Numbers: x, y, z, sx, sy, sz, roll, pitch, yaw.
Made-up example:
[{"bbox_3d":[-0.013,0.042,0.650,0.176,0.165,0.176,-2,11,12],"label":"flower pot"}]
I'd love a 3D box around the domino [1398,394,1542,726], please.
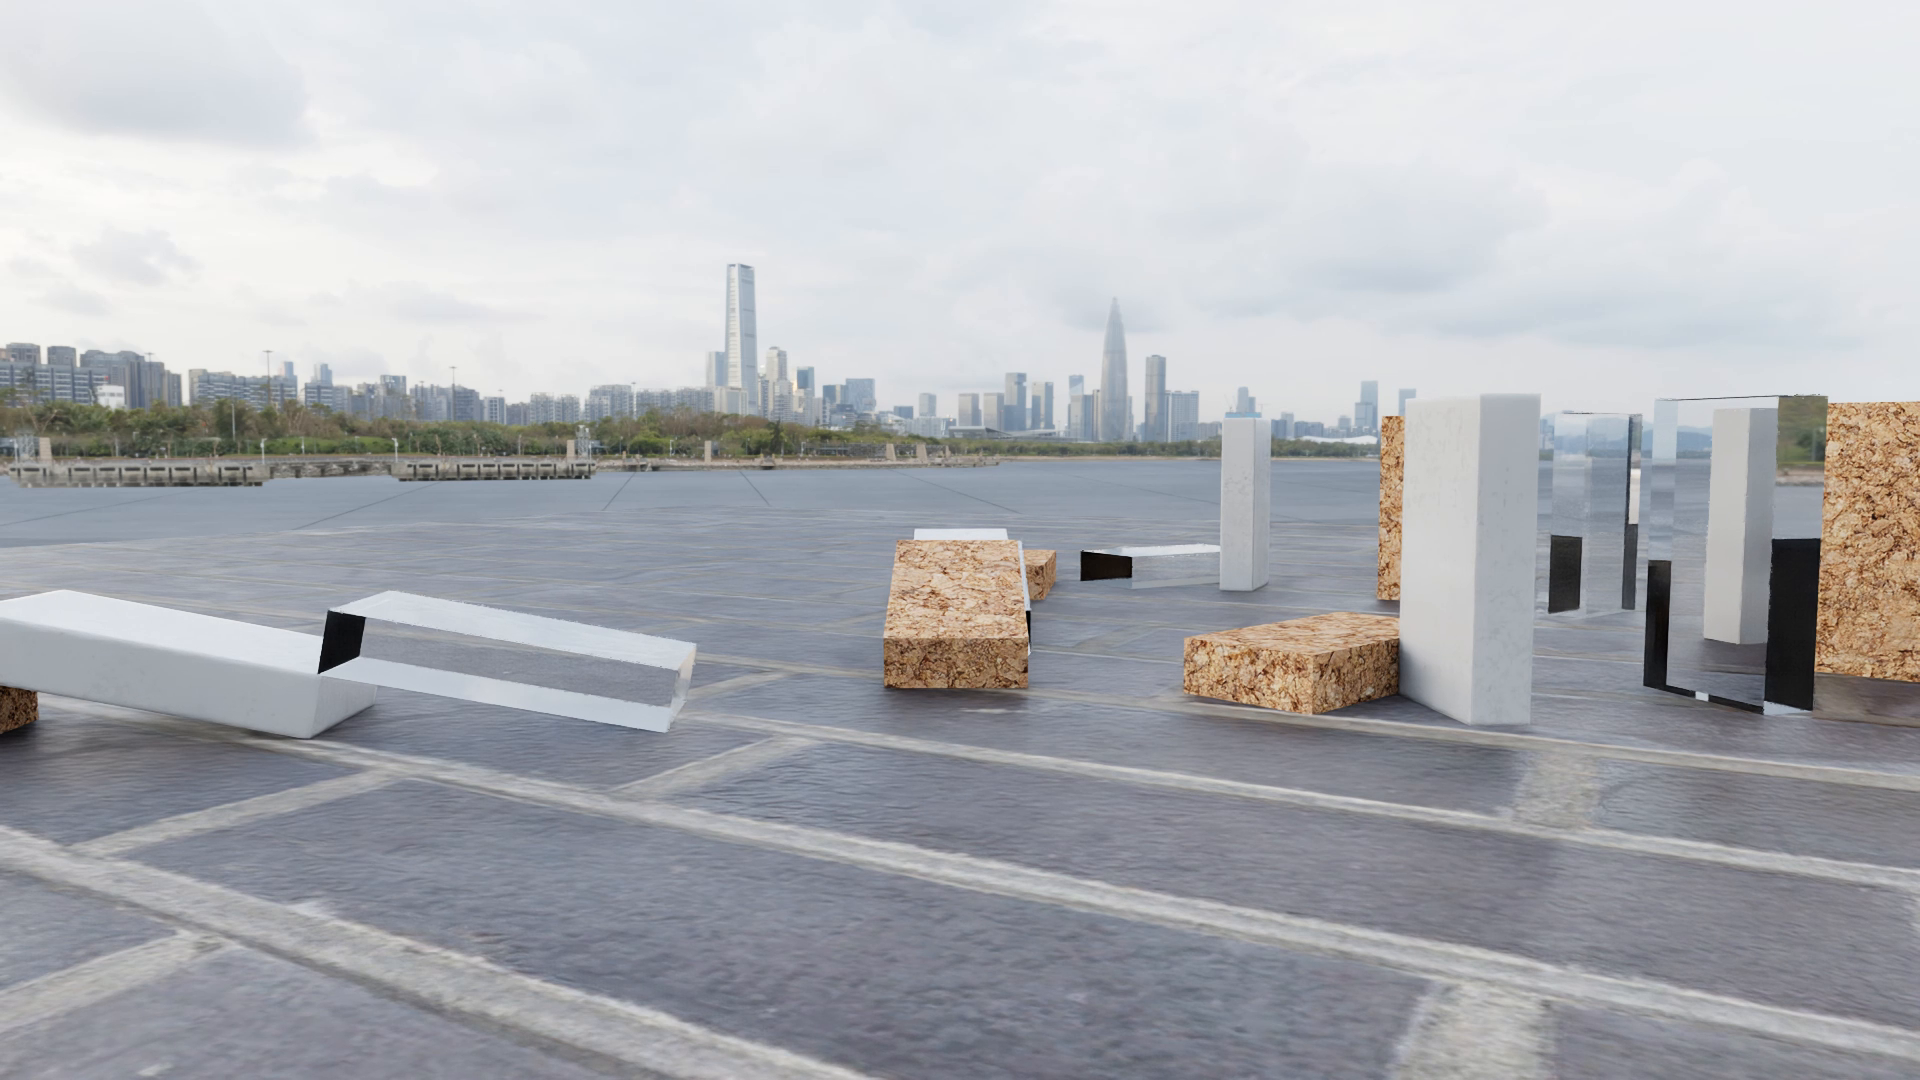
[{"bbox_3d":[0.081,0.002,0.205,0.009,0.050,0.025,0,4,-6],"label":"domino"}]

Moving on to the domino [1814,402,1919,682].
[{"bbox_3d":[0.170,0.000,0.235,0.025,0.050,0.009,4,6,43],"label":"domino"}]

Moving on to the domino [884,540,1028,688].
[{"bbox_3d":[-0.001,0.013,0.246,0.025,0.009,0.050,0,20,0],"label":"domino"}]

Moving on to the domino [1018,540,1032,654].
[{"bbox_3d":[0.002,0.012,0.282,0.025,0.010,0.050,0,16,0],"label":"domino"}]

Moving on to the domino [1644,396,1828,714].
[{"bbox_3d":[0.128,0.002,0.213,0.010,0.050,0.025,-1,4,-14],"label":"domino"}]

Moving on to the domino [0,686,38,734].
[{"bbox_3d":[-0.165,0.024,0.182,0.050,0.010,0.025,-1,4,-10],"label":"domino"}]

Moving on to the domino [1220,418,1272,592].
[{"bbox_3d":[0.085,-0.011,0.382,0.009,0.050,0.025,2,5,24],"label":"domino"}]

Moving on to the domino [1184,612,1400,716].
[{"bbox_3d":[0.065,0.021,0.227,0.050,0.010,0.025,-4,6,-43],"label":"domino"}]

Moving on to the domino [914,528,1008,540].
[{"bbox_3d":[0.000,0.008,0.328,0.025,0.010,0.050,0,16,0],"label":"domino"}]

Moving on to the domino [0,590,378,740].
[{"bbox_3d":[-0.118,0.018,0.194,0.050,0.010,0.025,11,3,-6],"label":"domino"}]

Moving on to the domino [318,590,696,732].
[{"bbox_3d":[-0.068,0.018,0.199,0.050,0.009,0.025,11,3,-6],"label":"domino"}]

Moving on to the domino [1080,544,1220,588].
[{"bbox_3d":[0.065,0.008,0.400,0.050,0.009,0.025,-3,5,-32],"label":"domino"}]

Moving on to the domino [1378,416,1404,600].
[{"bbox_3d":[0.126,-0.009,0.357,0.009,0.050,0.025,3,6,39],"label":"domino"}]

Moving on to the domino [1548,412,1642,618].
[{"bbox_3d":[0.160,-0.007,0.323,0.025,0.050,0.009,-3,5,-37],"label":"domino"}]

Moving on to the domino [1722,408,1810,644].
[{"bbox_3d":[0.181,-0.003,0.280,0.025,0.050,0.009,-1,4,-14],"label":"domino"}]

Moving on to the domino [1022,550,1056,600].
[{"bbox_3d":[0.014,0.010,0.377,0.025,0.010,0.050,1,4,8],"label":"domino"}]
